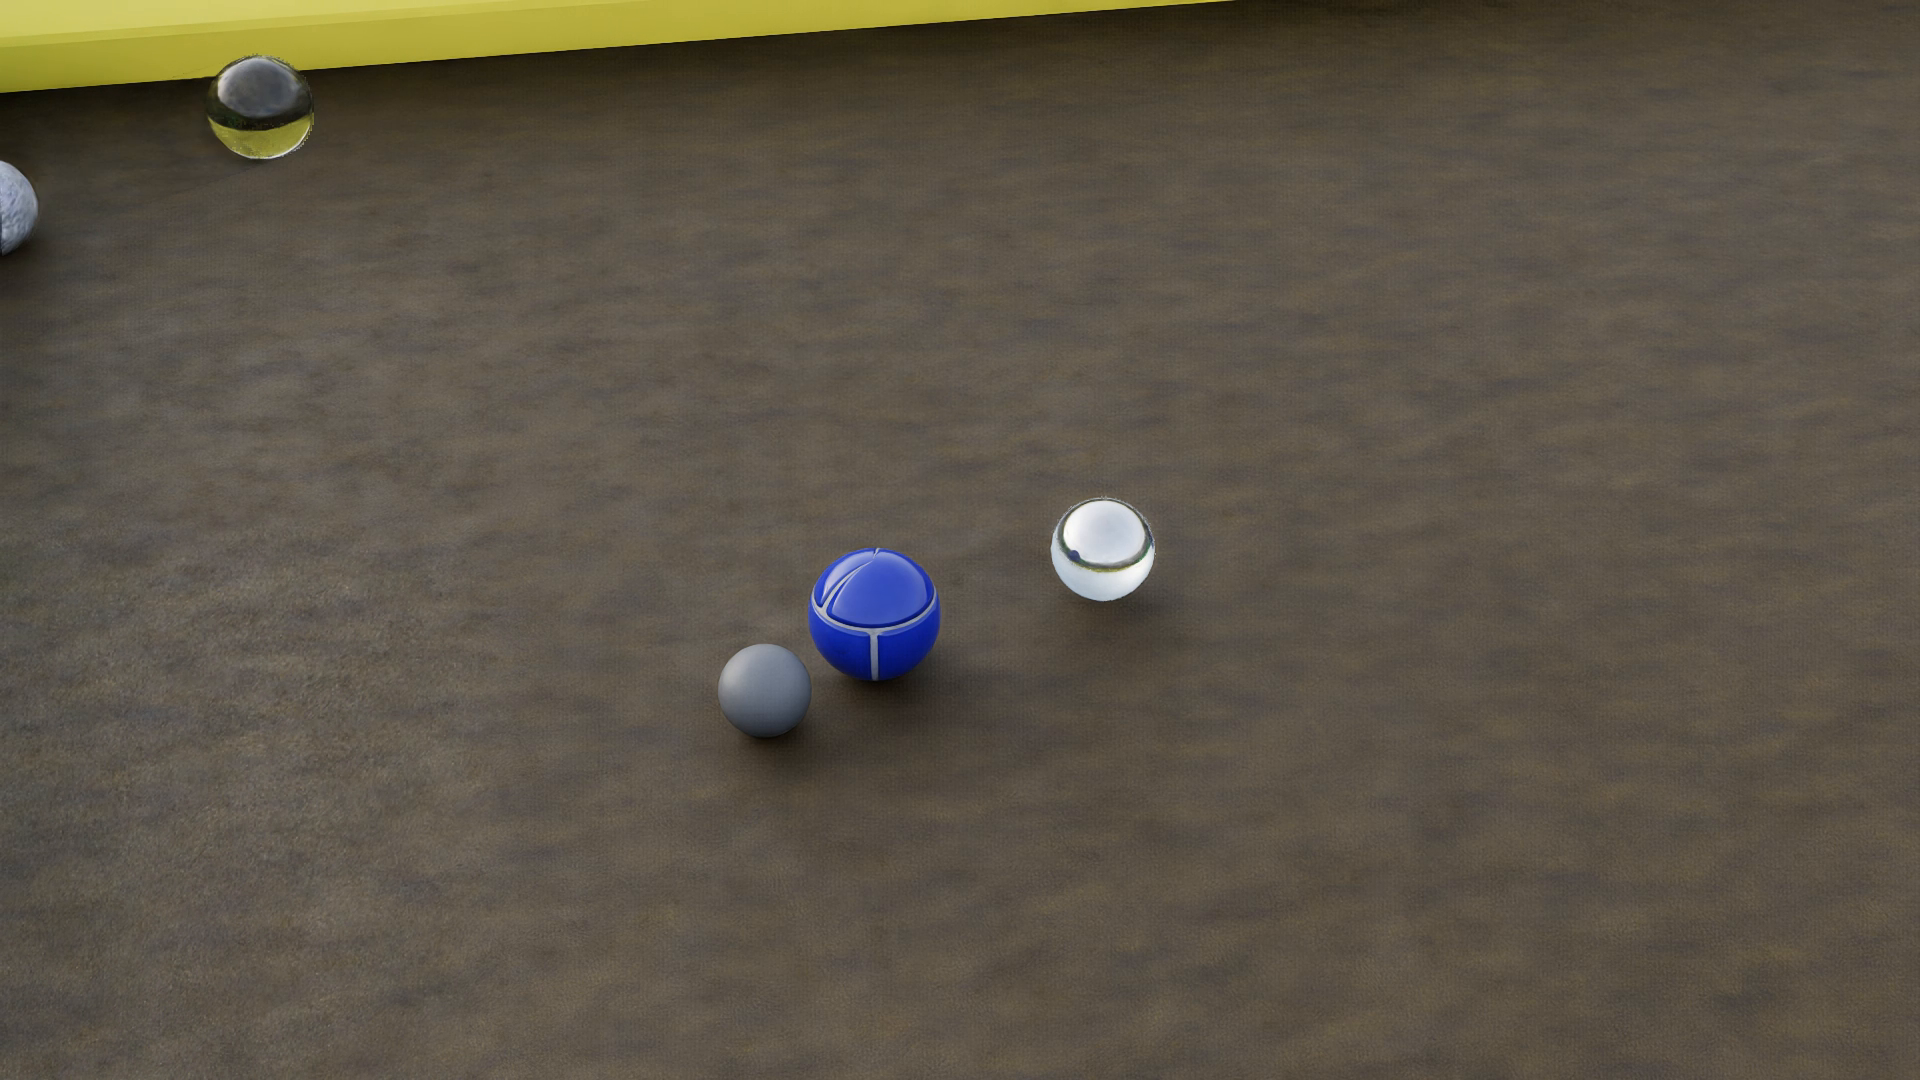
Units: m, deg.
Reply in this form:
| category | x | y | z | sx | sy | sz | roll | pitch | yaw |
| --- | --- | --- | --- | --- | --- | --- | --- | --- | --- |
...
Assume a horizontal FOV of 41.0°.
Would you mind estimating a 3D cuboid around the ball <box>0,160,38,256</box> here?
| category | x | y | z | sx | sy | sz | roll | pitch | yaw |
| --- | --- | --- | --- | --- | --- | --- | --- | --- | --- |
| ball | -0.747 | -0.255 | 1.967 | 0.076 | 0.076 | 0.076 | 0 | 36 | 0 |

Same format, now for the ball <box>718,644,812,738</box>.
| category | x | y | z | sx | sy | sz | roll | pitch | yaw |
| --- | --- | --- | --- | --- | --- | --- | --- | --- | --- |
| ball | -0.115 | 0.089 | 1.509 | 0.055 | 0.055 | 0.055 | 0 | 36 | 0 |

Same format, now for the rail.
| category | x | y | z | sx | sy | sz | roll | pitch | yaw |
| --- | --- | --- | --- | --- | --- | --- | --- | --- | --- |
| rail | 0.580 | -0.573 | 2.360 | 2.943 | 0.128 | 0.045 | -6 | 36 | -8 |

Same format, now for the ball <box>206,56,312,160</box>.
| category | x | y | z | sx | sy | sz | roll | pitch | yaw |
| --- | --- | --- | --- | --- | --- | --- | --- | --- | --- |
| ball | -0.572 | -0.353 | 2.096 | 0.084 | 0.084 | 0.084 | 0 | 36 | 0 |

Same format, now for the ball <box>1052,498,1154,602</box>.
| category | x | y | z | sx | sy | sz | roll | pitch | yaw |
| --- | --- | --- | --- | --- | --- | --- | --- | --- | --- |
| ball | 0.090 | 0.006 | 1.615 | 0.065 | 0.065 | 0.065 | 0 | 36 | 0 |

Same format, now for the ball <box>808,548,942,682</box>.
| category | x | y | z | sx | sy | sz | roll | pitch | yaw |
| --- | --- | --- | --- | --- | --- | --- | --- | --- | --- |
| ball | -0.052 | 0.045 | 1.548 | 0.081 | 0.081 | 0.081 | 0 | 36 | 0 |
